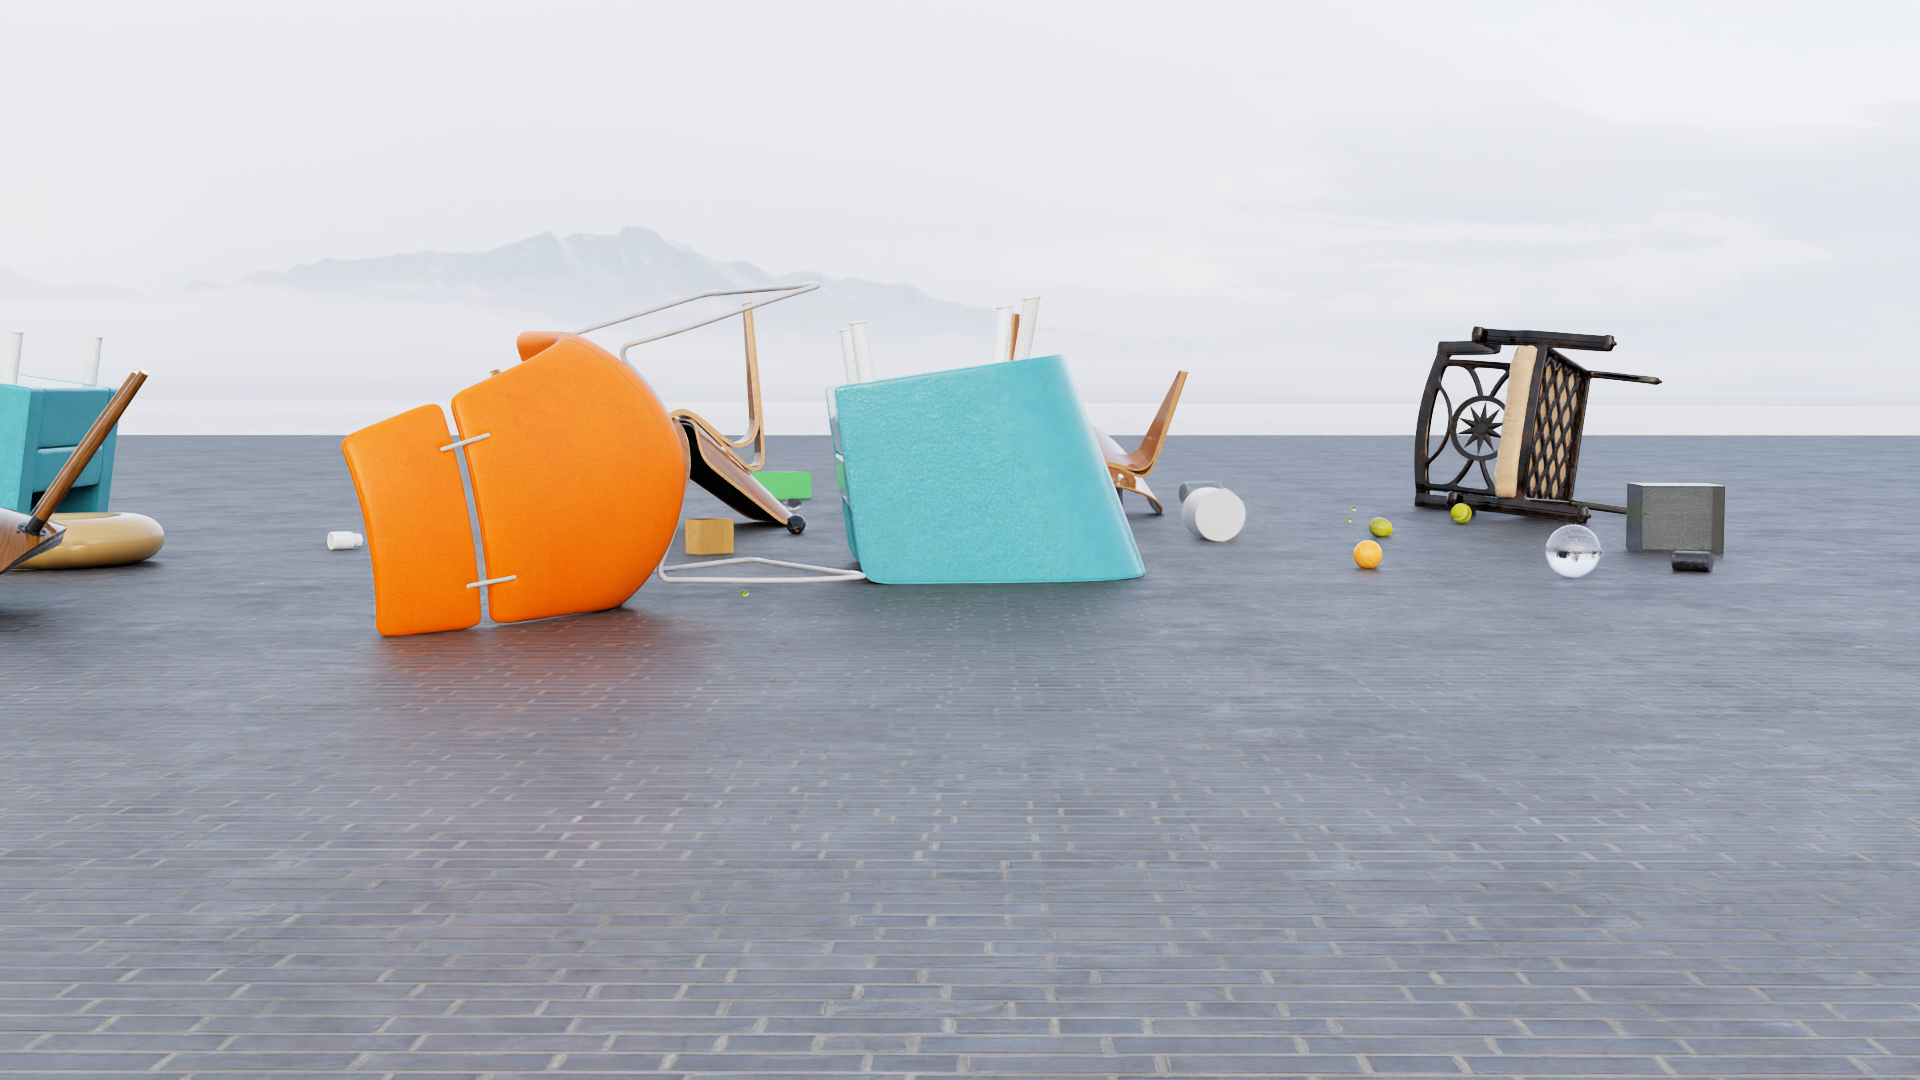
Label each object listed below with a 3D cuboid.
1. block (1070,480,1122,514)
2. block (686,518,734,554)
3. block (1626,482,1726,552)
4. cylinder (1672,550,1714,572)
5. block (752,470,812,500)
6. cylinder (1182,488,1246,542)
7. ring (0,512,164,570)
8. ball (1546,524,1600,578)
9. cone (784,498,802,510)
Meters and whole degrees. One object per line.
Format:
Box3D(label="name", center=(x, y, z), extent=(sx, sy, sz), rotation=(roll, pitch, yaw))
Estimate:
Box3D(label="block", center=(0.498, -0.157, 8.023), extent=(0.153, 0.111, 0.209), rotation=(1, 4, 15))
Box3D(label="block", center=(-0.687, -0.011, 6.028), extent=(0.111, 0.094, 0.069), rotation=(-3, 5, -41))
Box3D(label="block", center=(1.992, -0.063, 6.131), extent=(0.219, 0.183, 0.197), rotation=(0, 4, 4))
Box3D(label="cylinder", center=(1.808, 0.052, 5.425), extent=(0.087, 0.049, 0.057), rotation=(3, 3, 33))
Box3D(label="block", center=(-0.737, -0.229, 9.099), extent=(0.188, 0.106, 0.158), rotation=(3, 5, 40))
Box3D(label="cylinder", center=(0.756, -0.078, 6.569), extent=(0.150, 0.155, 0.175), rotation=(41, -2, -8))
Box3D(label="ring", center=(-2.311, 0.001, 5.650), extent=(0.506, 0.125, 0.522), rotation=(-3, 4, -26))
Box3D(label="ball", center=(1.457, 0.027, 5.225), extent=(0.127, 0.127, 0.127), rotation=(0, 4, 0))
Box3D(label="cone", center=(-0.625, -0.122, 8.155), extent=(0.068, 0.050, 0.047), rotation=(-5, 32, 11))
